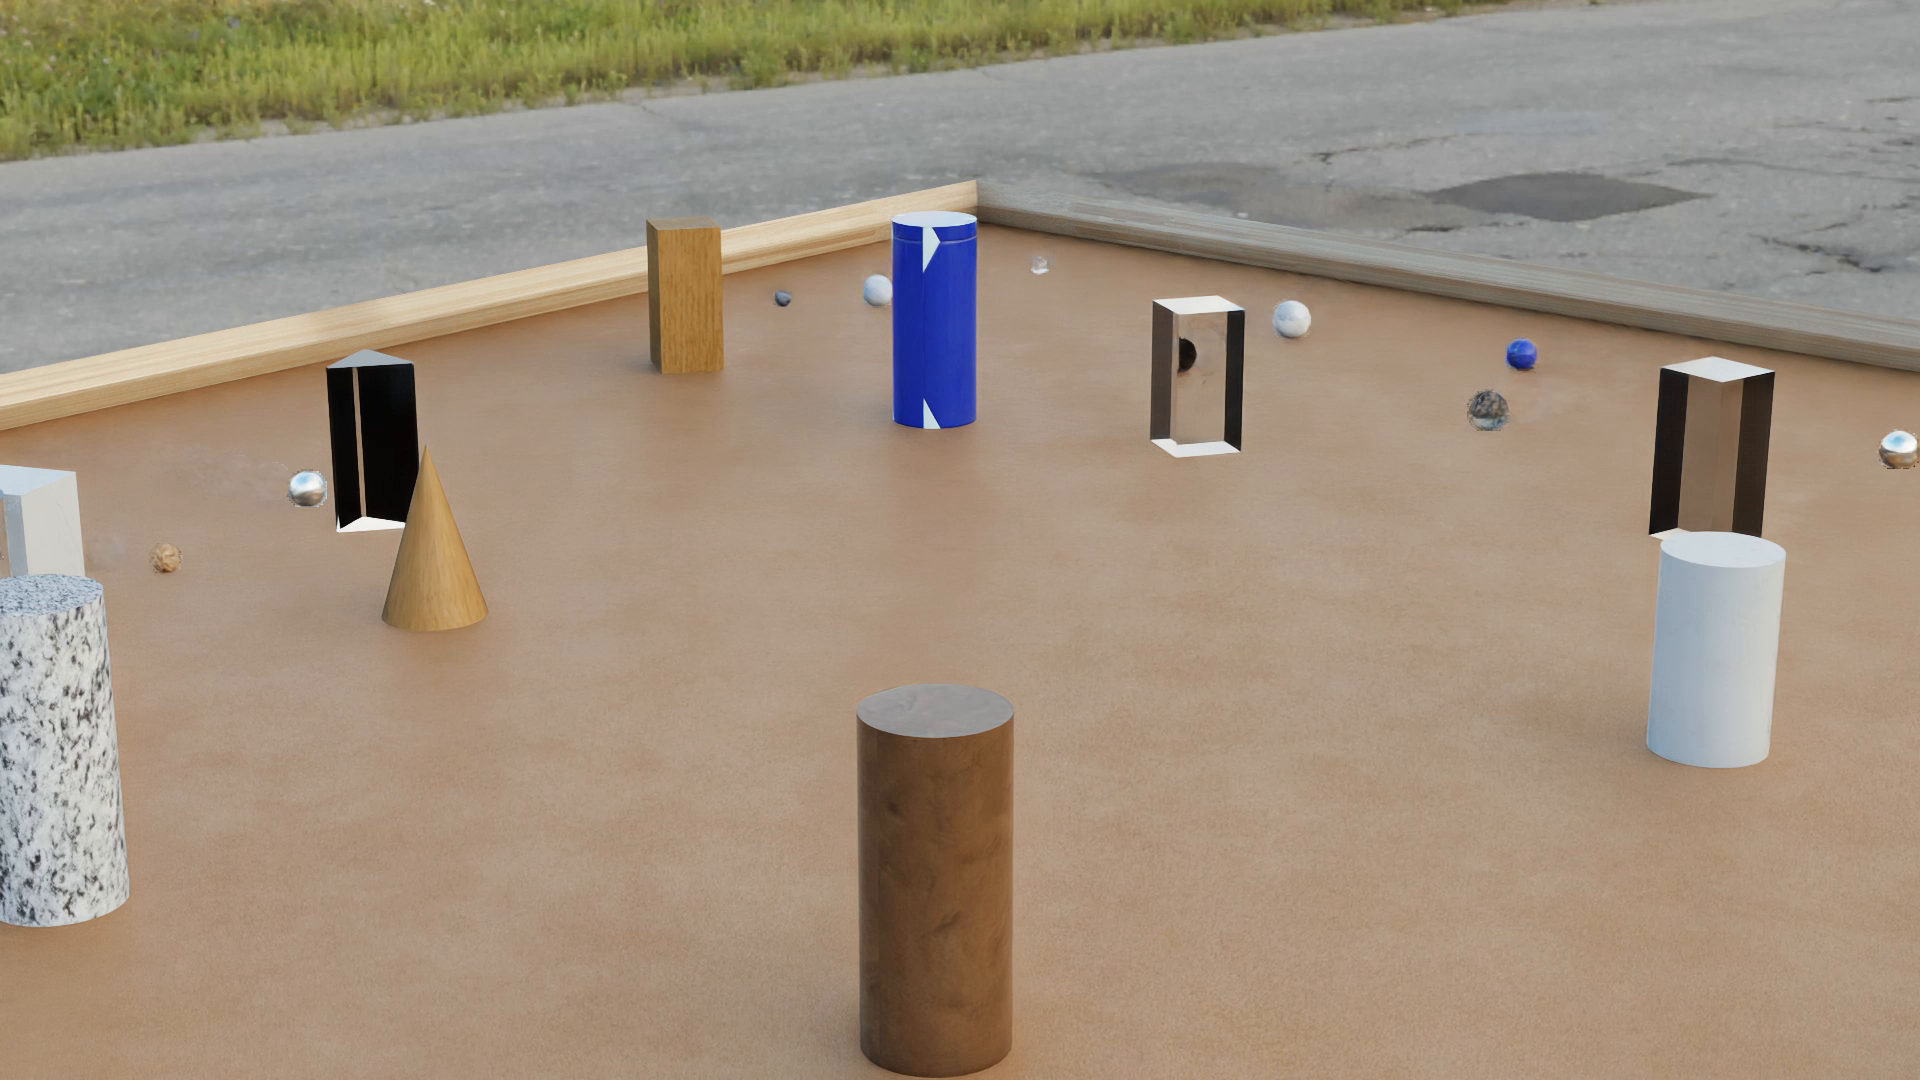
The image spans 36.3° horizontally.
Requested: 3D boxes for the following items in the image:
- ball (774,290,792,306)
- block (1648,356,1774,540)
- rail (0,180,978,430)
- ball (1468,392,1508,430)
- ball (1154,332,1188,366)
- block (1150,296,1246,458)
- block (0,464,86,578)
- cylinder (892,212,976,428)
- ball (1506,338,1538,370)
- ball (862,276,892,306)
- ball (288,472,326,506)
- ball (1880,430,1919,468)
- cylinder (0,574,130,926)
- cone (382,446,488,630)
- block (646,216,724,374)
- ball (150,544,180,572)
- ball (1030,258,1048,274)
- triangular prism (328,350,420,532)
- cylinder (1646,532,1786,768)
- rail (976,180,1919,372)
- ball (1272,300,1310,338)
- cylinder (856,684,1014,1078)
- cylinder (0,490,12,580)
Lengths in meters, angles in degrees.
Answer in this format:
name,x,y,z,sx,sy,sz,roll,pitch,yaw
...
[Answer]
name,x,y,z,sx,sy,sz,roll,pitch,yaw
ball,-0.444,-0.606,7.351,0.042,0.042,0.042,0,17,0
block,1.381,-0.158,5.390,0.144,0.321,0.144,-12,20,-34
rail,-1.679,-0.394,6.517,0.045,0.117,5.317,14,22,39
ball,1.114,-0.272,6.179,0.083,0.083,0.083,0,17,0
ball,0.484,-0.437,6.733,0.077,0.077,0.077,0,17,0
block,0.486,-0.337,6.020,0.144,0.298,0.144,-5,18,-17
block,-1.498,0.060,4.668,0.144,0.324,0.144,6,18,18
cylinder,-0.054,-0.468,6.222,0.180,0.432,0.180,0,17,0
ball,1.284,-0.425,6.702,0.071,0.071,0.071,0,17,0
ball,-0.206,-0.625,7.348,0.078,0.078,0.078,0,17,0
ball,-1.253,-0.098,5.628,0.068,0.068,0.068,0,17,0
ball,1.886,-0.181,5.888,0.076,0.076,0.076,0,17,0
cylinder,-1.186,0.271,3.803,0.180,0.420,0.180,0,17,0
cone,-0.896,-0.018,4.963,0.180,0.302,0.180,0,17,0
block,-0.628,-0.561,6.704,0.144,0.331,0.144,-5,18,-15
ball,-1.417,0.033,5.228,0.050,0.050,0.050,0,17,0
ball,0.208,-0.723,7.729,0.045,0.045,0.045,0,17,0
triangular prism,-1.104,-0.190,5.508,0.156,0.314,0.135,-5,17,-15
cylinder,1.122,0.162,4.355,0.180,0.310,0.180,0,17,0
rail,1.727,-0.548,7.026,4.495,0.117,0.045,14,22,39
ball,0.793,-0.527,7.007,0.090,0.090,0.090,0,17,0
cylinder,-0.028,0.394,3.403,0.180,0.418,0.180,0,17,0
cylinder,-1.520,0.112,4.426,0.180,0.363,0.180,0,17,0
